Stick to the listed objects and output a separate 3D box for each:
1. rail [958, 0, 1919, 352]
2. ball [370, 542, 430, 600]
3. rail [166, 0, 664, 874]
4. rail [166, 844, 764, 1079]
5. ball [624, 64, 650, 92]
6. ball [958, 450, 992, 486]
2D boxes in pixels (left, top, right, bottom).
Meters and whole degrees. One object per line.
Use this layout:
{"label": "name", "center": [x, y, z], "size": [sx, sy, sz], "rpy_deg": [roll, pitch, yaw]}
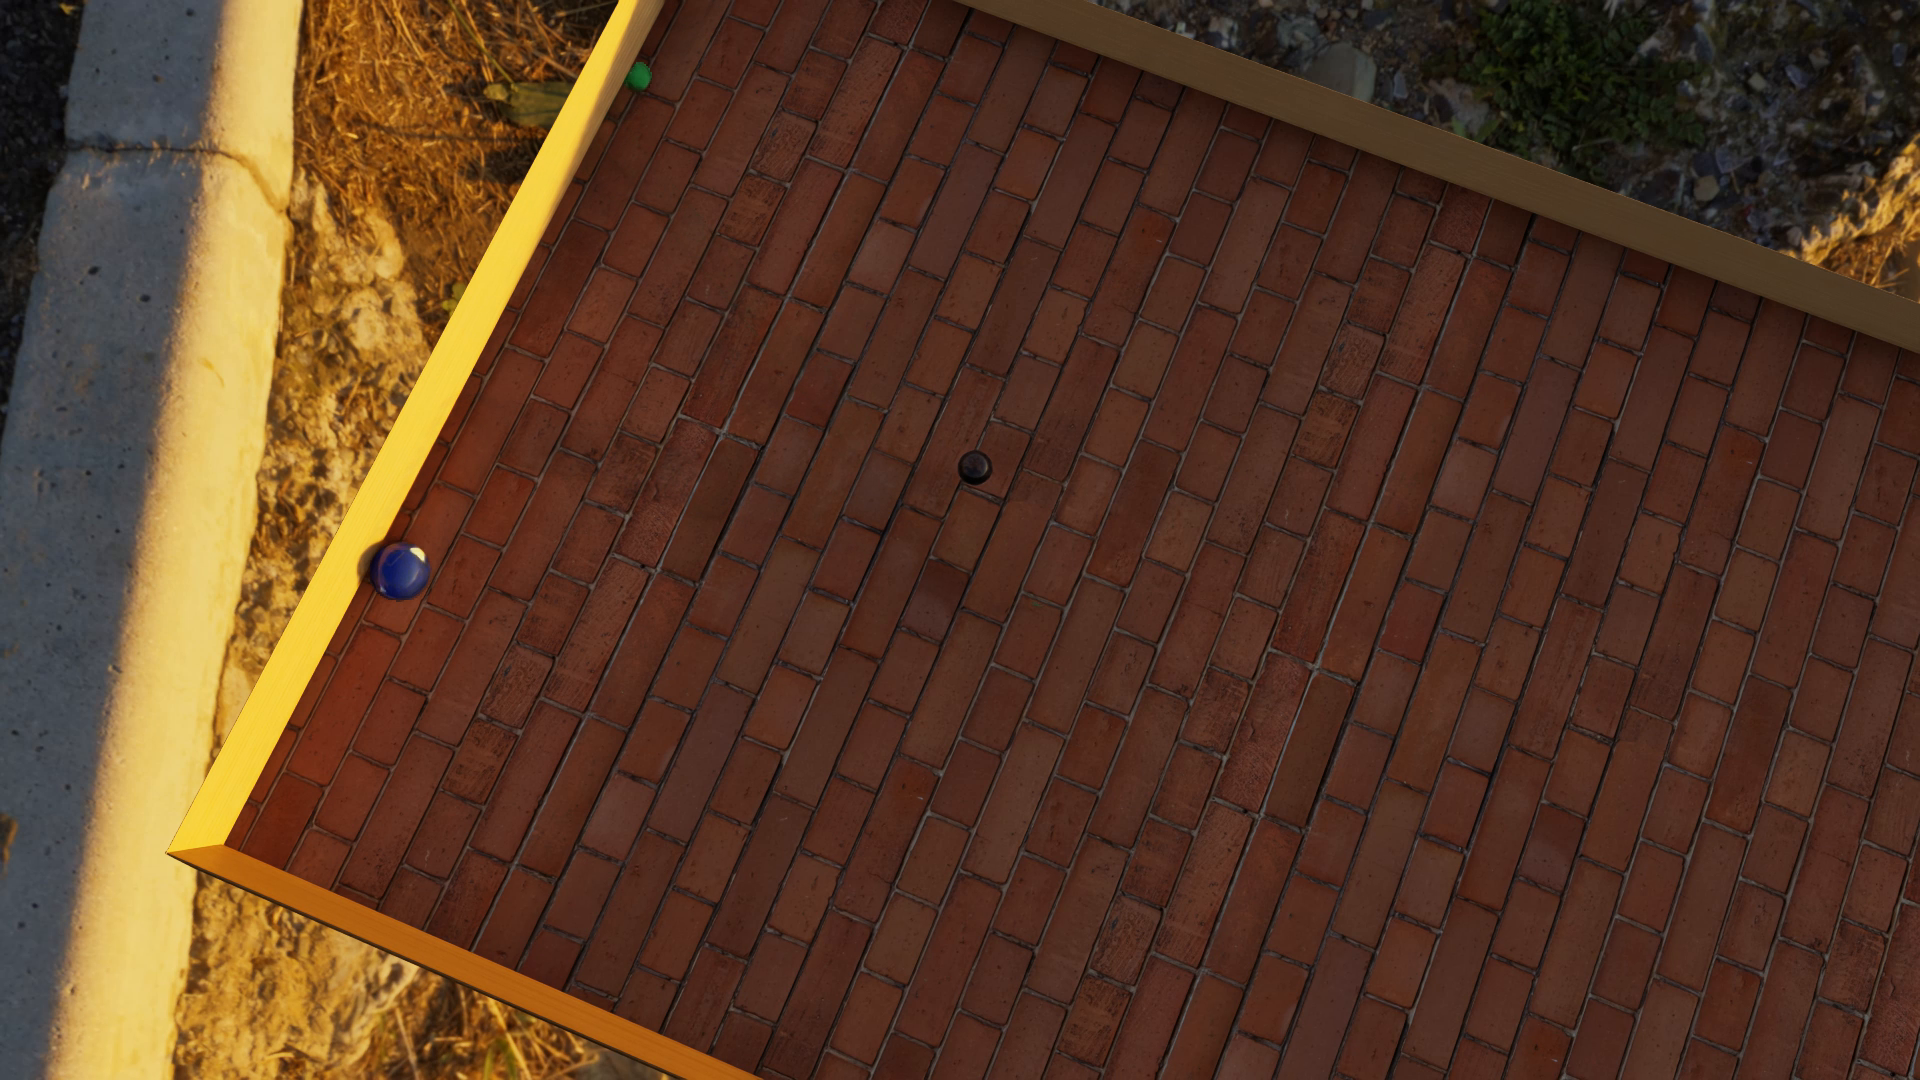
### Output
{"label": "rail", "center": [1.133, -0.469, 3.521], "size": [3.436, 0.128, 0.045], "rpy_deg": [22, 73, 7]}
{"label": "ball", "center": [-0.859, 0.047, 3.375], "size": [0.089, 0.089, 0.089], "rpy_deg": [0, 72, 0]}
{"label": "rail", "center": [-0.771, -0.316, 3.471], "size": [0.045, 0.128, 1.811], "rpy_deg": [22, 73, 7]}
{"label": "rail", "center": [0.453, 1.079, 3.018], "size": [3.436, 0.128, 0.045], "rpy_deg": [22, 73, 7]}
{"label": "ball", "center": [-0.539, -0.770, 3.664], "size": [0.045, 0.045, 0.045], "rpy_deg": [0, 72, 0]}
{"label": "ball", "center": [0.023, -0.113, 3.444], "size": [0.055, 0.055, 0.055], "rpy_deg": [0, 72, 0]}
